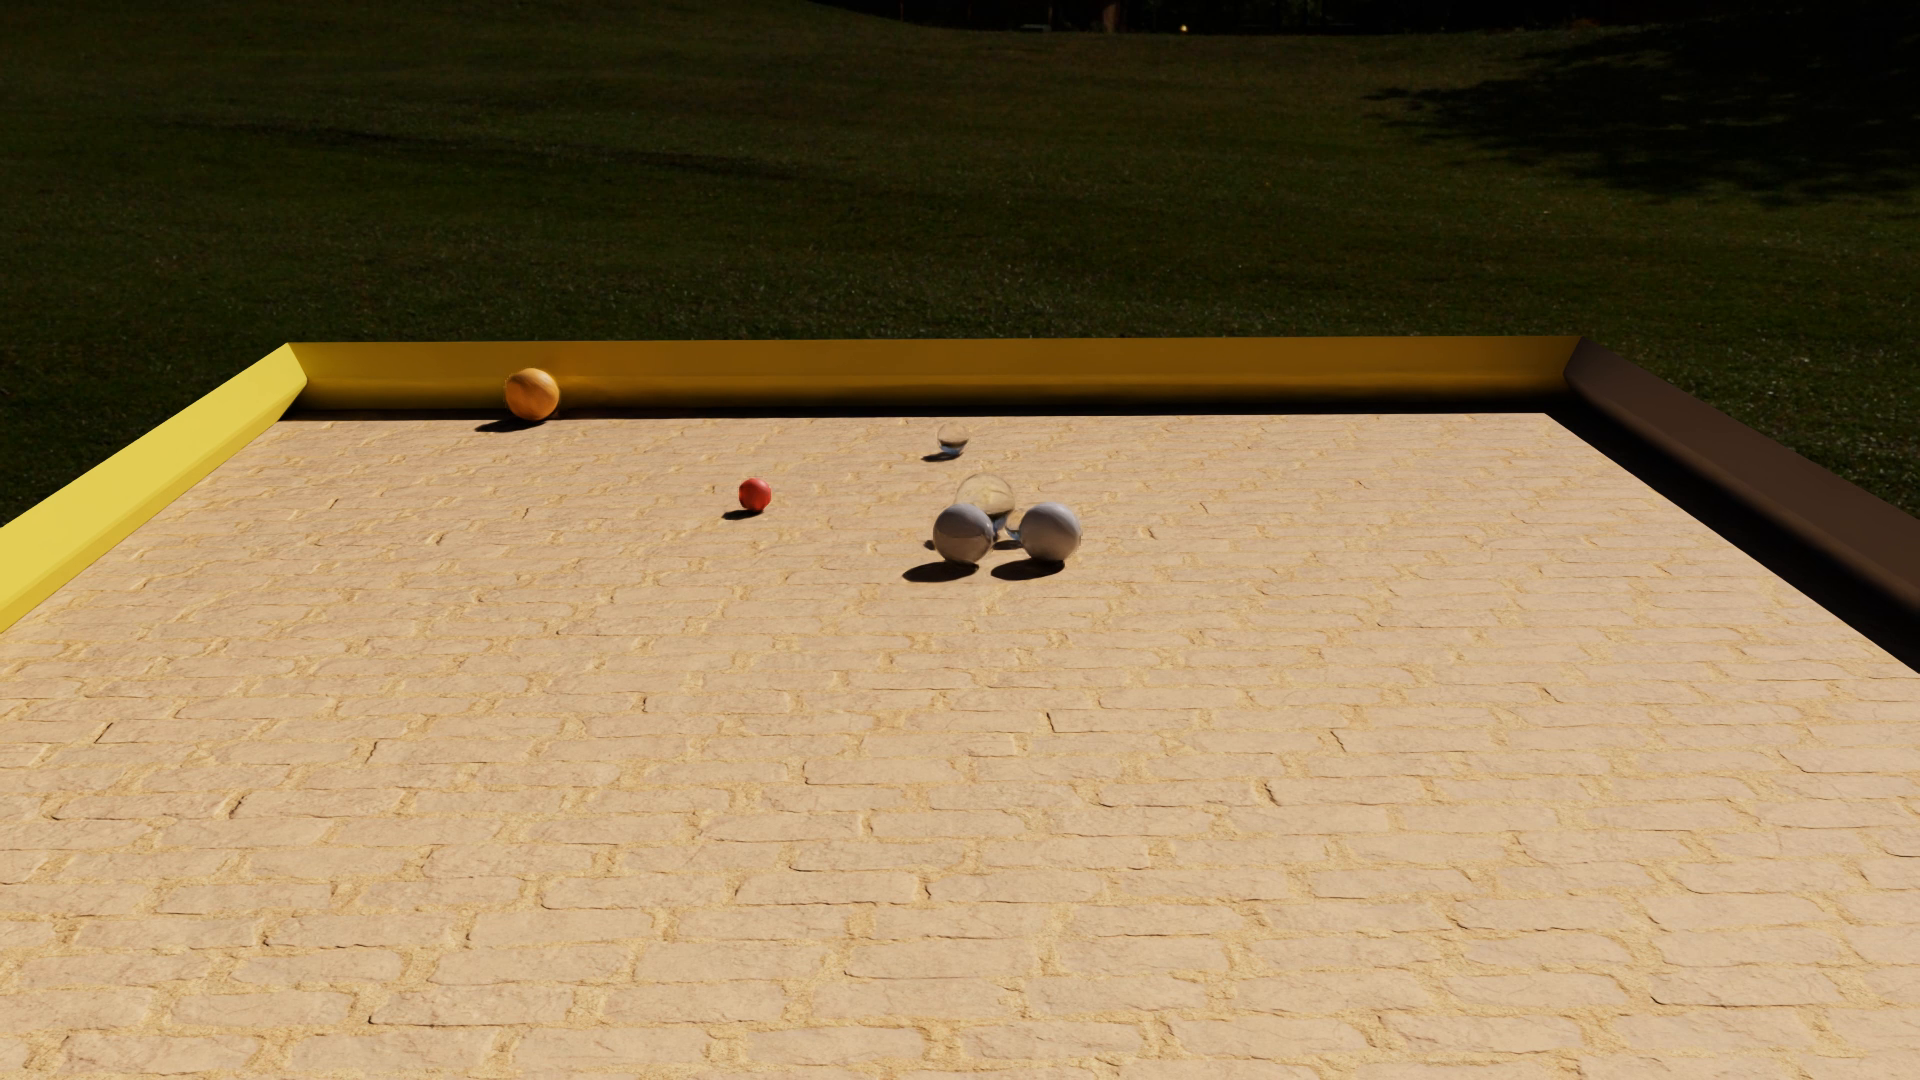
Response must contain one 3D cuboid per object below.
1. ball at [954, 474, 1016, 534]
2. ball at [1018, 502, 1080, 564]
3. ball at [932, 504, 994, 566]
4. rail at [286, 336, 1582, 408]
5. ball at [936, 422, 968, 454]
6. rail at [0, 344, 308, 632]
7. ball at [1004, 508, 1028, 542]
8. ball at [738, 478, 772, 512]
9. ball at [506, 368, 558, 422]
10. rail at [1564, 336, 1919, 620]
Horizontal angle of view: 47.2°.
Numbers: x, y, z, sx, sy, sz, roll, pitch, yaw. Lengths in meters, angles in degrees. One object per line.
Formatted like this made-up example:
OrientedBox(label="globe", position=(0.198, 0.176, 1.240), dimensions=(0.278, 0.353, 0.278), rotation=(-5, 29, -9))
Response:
OrientedBox(label="ball", position=(0.035, -0.051, 3.101), dimensions=(0.087, 0.087, 0.087), rotation=(0, 15, 0))
OrientedBox(label="ball", position=(0.121, -0.010, 2.959), dimensions=(0.082, 0.082, 0.082), rotation=(0, 15, 0))
OrientedBox(label="ball", position=(0.004, -0.007, 2.947), dimensions=(0.083, 0.083, 0.083), rotation=(0, 15, 0))
OrientedBox(label="rail", position=(-0.034, -0.298, 3.963), dimensions=(2.342, 0.120, 0.045), rotation=(0, 15, -2))
OrientedBox(label="ball", position=(-0.012, -0.166, 3.602), dimensions=(0.053, 0.053, 0.053), rotation=(0, 15, 0))
OrientedBox(label="rail", position=(-1.112, 0.260, 1.865), dimensions=(0.045, 0.120, 4.317), rotation=(0, 15, -2))
OrientedBox(label="ball", position=(0.086, -0.021, 3.068), dimensions=(0.046, 0.046, 0.046), rotation=(0, 15, 0))
OrientedBox(label="ball", position=(-0.302, -0.067, 3.235), dimensions=(0.049, 0.049, 0.049), rotation=(0, 15, 0))
OrientedBox(label="ball", position=(-0.750, -0.254, 3.856), dimensions=(0.093, 0.093, 0.093), rotation=(0, 15, 0))
OrientedBox(label="rail", position=(1.182, 0.241, 1.937), dimensions=(0.045, 0.120, 4.317), rotation=(0, 15, -2))
